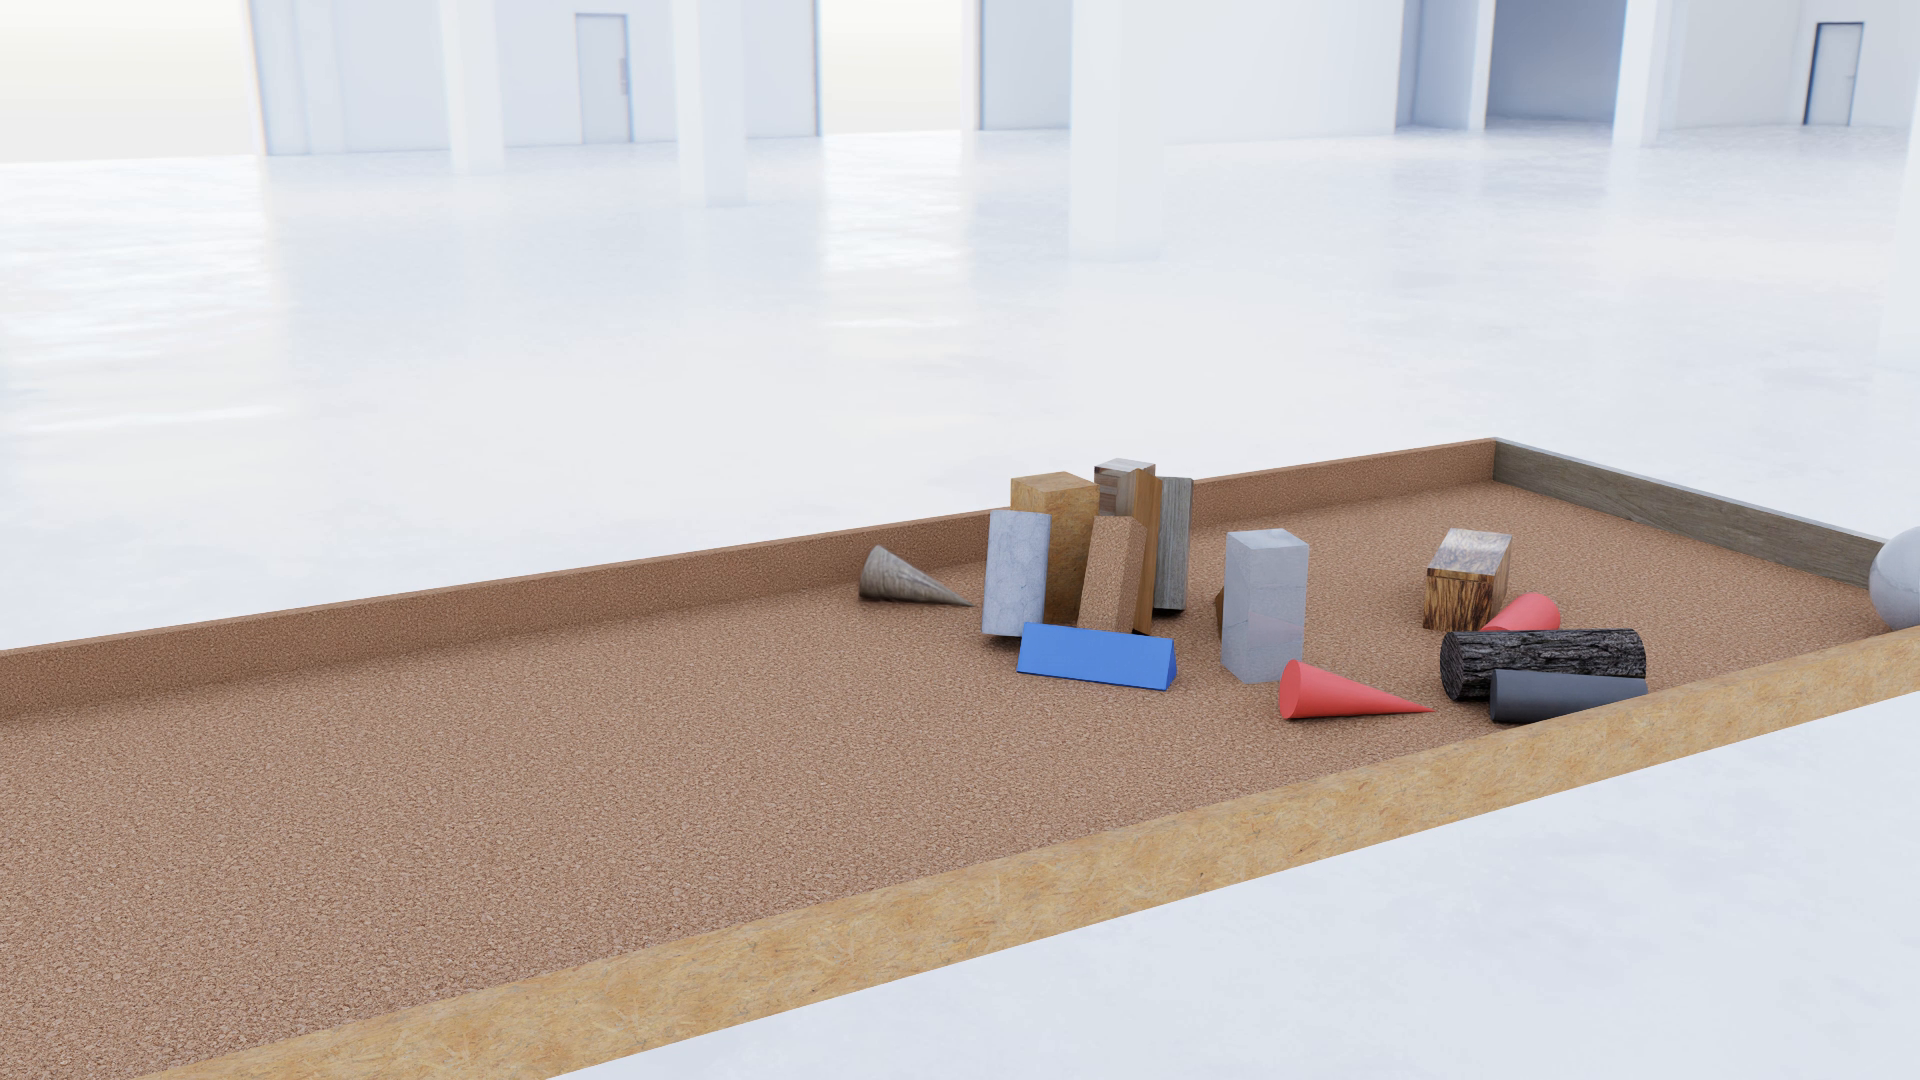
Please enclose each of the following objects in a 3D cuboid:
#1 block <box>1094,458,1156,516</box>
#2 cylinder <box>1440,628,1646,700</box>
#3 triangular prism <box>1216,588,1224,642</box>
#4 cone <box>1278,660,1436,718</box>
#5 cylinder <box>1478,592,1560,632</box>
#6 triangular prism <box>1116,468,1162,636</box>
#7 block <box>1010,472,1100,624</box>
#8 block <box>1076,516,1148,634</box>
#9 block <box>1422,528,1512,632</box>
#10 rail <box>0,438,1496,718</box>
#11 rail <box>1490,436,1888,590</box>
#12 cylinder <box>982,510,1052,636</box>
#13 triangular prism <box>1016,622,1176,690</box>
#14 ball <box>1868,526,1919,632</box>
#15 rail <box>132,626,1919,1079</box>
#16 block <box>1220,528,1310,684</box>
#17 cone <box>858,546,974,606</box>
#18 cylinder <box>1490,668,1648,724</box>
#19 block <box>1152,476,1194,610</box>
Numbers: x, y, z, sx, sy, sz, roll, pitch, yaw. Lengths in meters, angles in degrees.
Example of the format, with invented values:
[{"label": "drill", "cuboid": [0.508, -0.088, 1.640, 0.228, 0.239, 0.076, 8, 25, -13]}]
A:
[{"label": "block", "cuboid": [0.480, -0.042, 4.848, 0.131, 0.367, 0.131, 11, 20, 34]}, {"label": "cylinder", "cuboid": [1.421, 0.303, 4.032, 0.447, 0.166, 0.166, -1, 16, -3]}, {"label": "triangular prism", "cuboid": [0.773, 0.178, 4.565, 0.114, 0.098, 0.362, 2, 17, 6]}, {"label": "cone", "cuboid": [0.963, 0.382, 3.931, 0.373, 0.142, 0.142, 9, 15, -8]}, {"label": "cylinder", "cuboid": [1.443, 0.245, 4.279, 0.137, 0.137, 0.325, 11, 20, 33]}, {"label": "triangular prism", "cuboid": [0.460, 0.037, 4.513, 0.105, 0.441, 0.121, -7, -20, 40]}, {"label": "block", "cuboid": [0.261, 0.021, 4.608, 0.178, 0.380, 0.178, -9, 18, -28]}, {"label": "block", "cuboid": [0.403, 0.110, 4.368, 0.109, 0.328, 0.109, 2, -16, 30]}, {"label": "block", "cuboid": [1.437, 0.114, 4.658, 0.175, 0.175, 0.429, 7, 18, 23]}, {"label": "rail", "cuboid": [-3.305, 0.497, 3.399, 12.000, 0.150, 0.050, -9, 18, -27]}, {"label": "rail", "cuboid": [2.466, -0.048, 5.253, 0.050, 0.150, 2.100, -9, 18, -27]}, {"label": "cylinder", "cuboid": [0.150, 0.091, 4.400, 0.164, 0.328, 0.164, 5, -2, 0]}, {"label": "triangular prism", "cuboid": [0.348, 0.283, 4.180, 0.386, 0.114, 0.131, 6, 18, 19]}, {"label": "ball", "cuboid": [2.599, 0.117, 4.387, 0.321, 0.321, 0.321, 0, 16, 0]}, {"label": "rail", "cuboid": [-2.336, 1.006, 1.665, 12.000, 0.150, 0.050, -9, 18, -27]}, {"label": "block", "cuboid": [0.768, 0.165, 4.168, 0.153, 0.352, 0.153, -4, 17, -14]}, {"label": "cone", "cuboid": [-0.107, 0.141, 4.739, 0.332, 0.157, 0.157, 18, 20, 12]}, {"label": "cylinder", "cuboid": [1.422, 0.375, 3.864, 0.333, 0.123, 0.123, 3, 17, 11]}, {"label": "block", "cuboid": [0.579, 0.008, 4.640, 0.128, 0.366, 0.128, 3, -1, 12]}]
